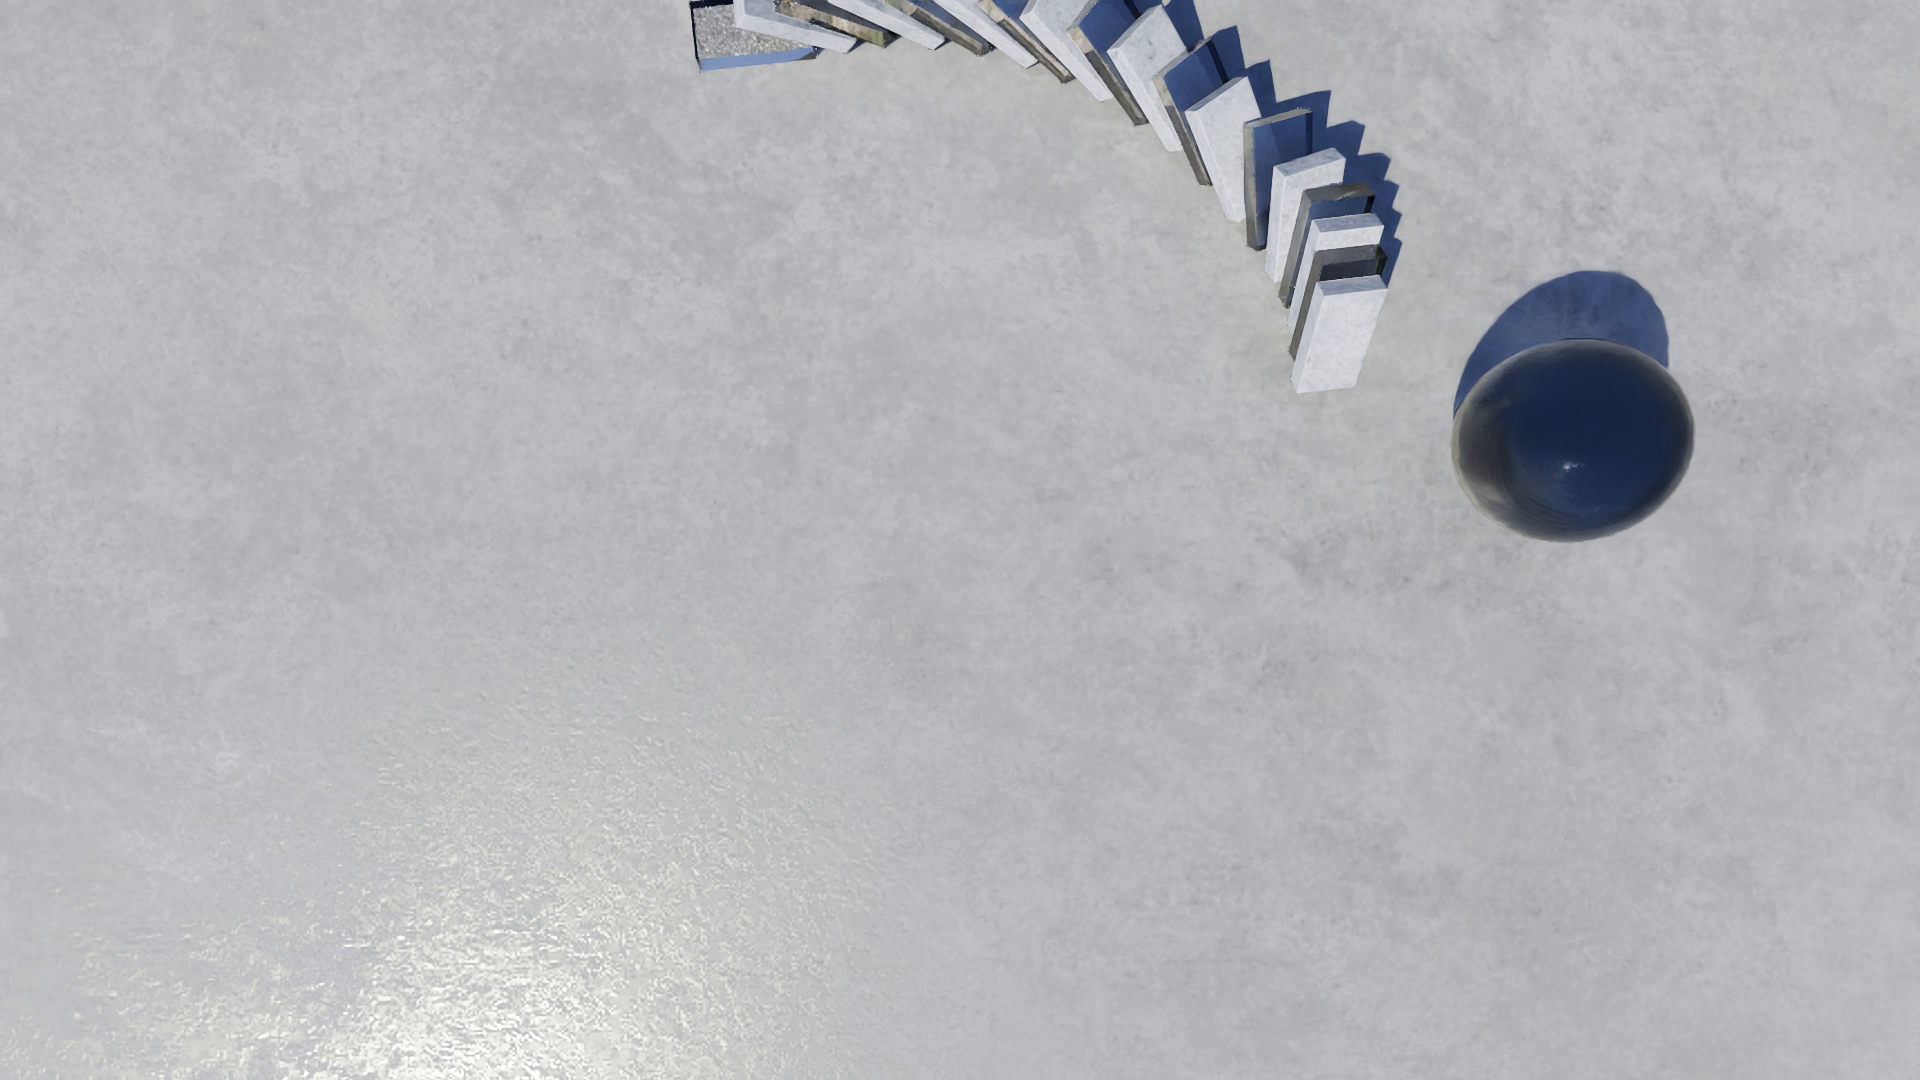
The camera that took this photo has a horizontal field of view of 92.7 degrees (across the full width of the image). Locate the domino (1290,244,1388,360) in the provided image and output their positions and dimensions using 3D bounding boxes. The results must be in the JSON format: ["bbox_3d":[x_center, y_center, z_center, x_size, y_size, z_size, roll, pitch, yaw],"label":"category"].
[{"bbox_3d":[0.155,-0.096,0.378,0.025,0.050,0.009,-6,51,0],"label":"domino"}]

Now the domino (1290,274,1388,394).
[{"bbox_3d":[0.155,-0.084,0.378,0.025,0.050,0.009,-7,51,0],"label":"domino"}]

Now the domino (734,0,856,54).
[{"bbox_3d":[-0.069,-0.223,0.382,0.050,0.009,0.025,-6,90,-34],"label":"domino"}]

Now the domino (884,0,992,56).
[{"bbox_3d":[-0.007,-0.228,0.384,0.050,0.009,0.025,14,90,-30],"label":"domino"}]

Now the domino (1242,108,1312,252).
[{"bbox_3d":[0.132,-0.149,0.381,0.025,0.010,0.050,-17,125,-3],"label":"domino"}]

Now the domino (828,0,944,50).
[{"bbox_3d":[-0.029,-0.229,0.383,0.050,0.010,0.025,8,90,-31],"label":"domino"}]

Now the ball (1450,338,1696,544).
[{"bbox_3d":[0.238,-0.039,0.360,0.080,0.080,0.080,0,90,0],"label":"ball"}]

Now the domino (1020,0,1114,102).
[{"bbox_3d":[0.051,-0.212,0.383,0.050,0.009,0.025,31,88,-31],"label":"domino"}]

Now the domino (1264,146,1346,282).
[{"bbox_3d":[0.141,-0.133,0.378,0.025,0.050,0.009,-18,51,0],"label":"domino"}]

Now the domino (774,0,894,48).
[{"bbox_3d":[-0.052,-0.227,0.382,0.050,0.009,0.025,-1,87,-33],"label":"domino"}]

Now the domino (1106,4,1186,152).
[{"bbox_3d":[0.086,-0.192,0.383,0.025,0.009,0.050,-47,120,-2],"label":"domino"}]

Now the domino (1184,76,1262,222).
[{"bbox_3d":[0.116,-0.163,0.384,0.025,0.009,0.050,-35,120,0],"label":"domino"}]

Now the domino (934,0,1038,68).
[{"bbox_3d":[0.015,-0.225,0.384,0.050,0.009,0.025,22,90,-29],"label":"domino"}]

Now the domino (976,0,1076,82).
[{"bbox_3d":[0.034,-0.219,0.383,0.050,0.010,0.025,26,89,-31],"label":"domino"}]

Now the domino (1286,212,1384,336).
[{"bbox_3d":[0.154,-0.108,0.378,0.025,0.050,0.010,-7,51,0],"label":"domino"}]

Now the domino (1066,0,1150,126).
[{"bbox_3d":[0.070,-0.203,0.383,0.050,0.010,0.025,40,88,-30],"label":"domino"}]

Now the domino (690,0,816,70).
[{"bbox_3d":[-0.089,-0.220,0.395,0.050,0.009,0.025,-6,90,0],"label":"domino"}]

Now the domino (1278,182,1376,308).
[{"bbox_3d":[0.150,-0.120,0.378,0.025,0.050,0.009,-6,51,0],"label":"domino"}]

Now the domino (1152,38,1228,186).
[{"bbox_3d":[0.103,-0.178,0.383,0.025,0.009,0.050,-38,120,0],"label":"domino"}]
